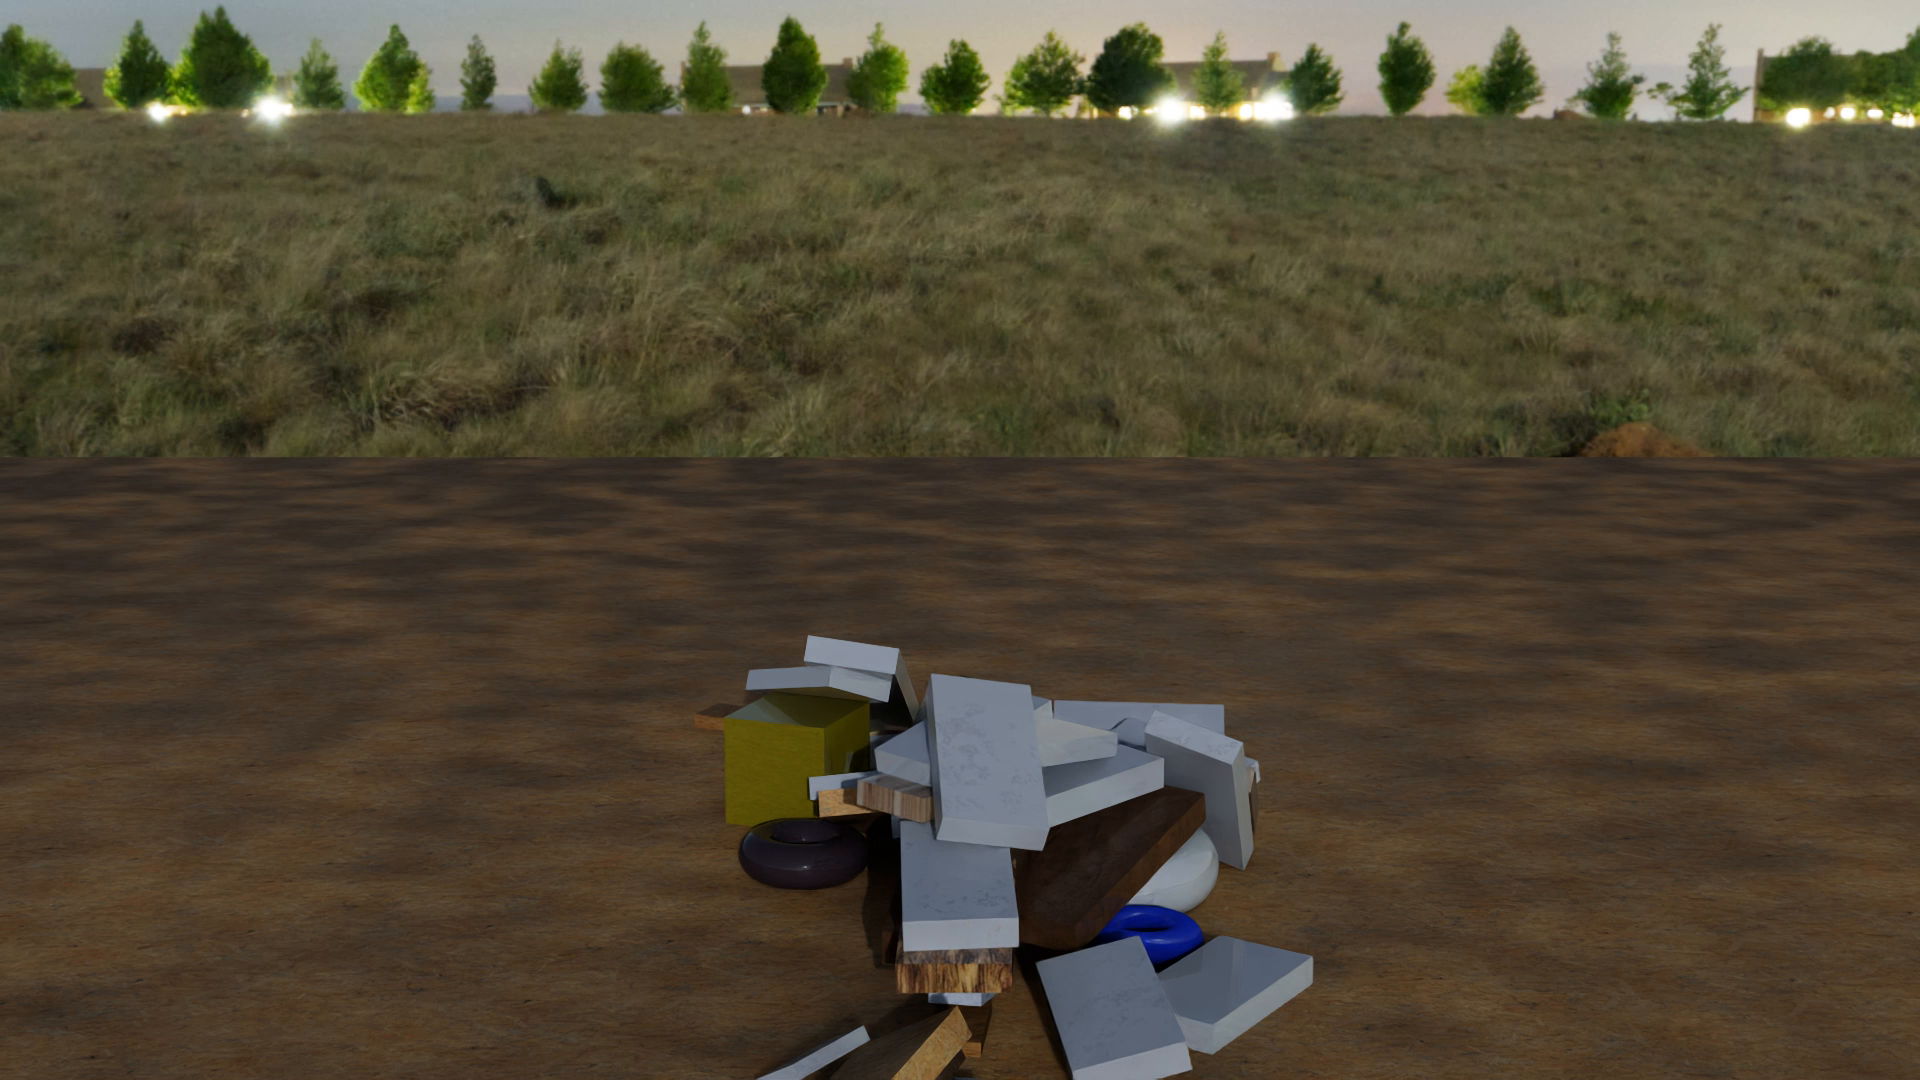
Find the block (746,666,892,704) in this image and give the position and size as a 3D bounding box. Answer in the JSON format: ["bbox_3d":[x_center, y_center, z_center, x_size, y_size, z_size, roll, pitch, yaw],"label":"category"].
[{"bbox_3d":[-0.270,0.276,4.159,0.138,0.039,0.276,19,-16,-36],"label":"block"}]

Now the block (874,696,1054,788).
[{"bbox_3d":[0.008,0.300,3.383,0.132,0.037,0.264,11,27,41],"label":"block"}]

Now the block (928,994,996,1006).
[{"bbox_3d":[0.010,0.650,3.193,0.077,0.022,0.155,1,-2,13],"label":"block"}]

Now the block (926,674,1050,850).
[{"bbox_3d":[0.037,0.324,3.247,0.155,0.044,0.311,8,36,-10],"label":"block"}]

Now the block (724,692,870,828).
[{"bbox_3d":[-0.300,0.412,4.078,0.201,0.201,0.201,4,11,21],"label":"block"}]

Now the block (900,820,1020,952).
[{"bbox_3d":[-0.004,0.480,3.094,0.155,0.044,0.310,-2,18,-2],"label":"block"}]

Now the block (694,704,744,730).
[{"bbox_3d":[-0.454,0.385,4.694,0.203,0.029,0.102,5,12,25],"label":"block"}]

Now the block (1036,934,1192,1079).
[{"bbox_3d":[0.207,0.653,3.032,0.155,0.044,0.310,-14,17,-3],"label":"block"}]

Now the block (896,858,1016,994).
[{"bbox_3d":[-0.002,0.534,3.071,0.155,0.044,0.310,-1,18,3],"label":"block"}]

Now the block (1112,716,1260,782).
[{"bbox_3d":[0.397,0.433,4.179,0.309,0.044,0.154,17,39,41],"label":"block"}]

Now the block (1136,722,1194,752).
[{"bbox_3d":[0.361,0.438,4.094,0.276,0.039,0.138,-23,30,-21],"label":"block"}]

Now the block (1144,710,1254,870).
[{"bbox_3d":[0.402,0.422,3.668,0.154,0.379,0.044,19,61,22],"label":"block"}]

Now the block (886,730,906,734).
[{"bbox_3d":[-0.122,0.428,4.463,0.102,0.029,0.203,1,11,6],"label":"block"}]

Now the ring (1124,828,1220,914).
[{"bbox_3d":[0.244,0.533,3.648,0.370,0.123,0.370,1,10,0],"label":"ring"}]

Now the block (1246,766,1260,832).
[{"bbox_3d":[0.443,0.445,3.871,0.154,0.044,0.309,10,-18,12],"label":"block"}]

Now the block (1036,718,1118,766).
[{"bbox_3d":[0.122,0.325,3.511,0.132,0.037,0.264,10,7,38],"label":"block"}]

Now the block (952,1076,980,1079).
[{"bbox_3d":[-0.015,0.717,2.823,0.061,0.017,0.121,1,4,12],"label":"block"}]

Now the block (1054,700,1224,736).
[{"bbox_3d":[0.352,0.398,4.355,0.338,0.048,0.169,1,40,5],"label":"block"}]

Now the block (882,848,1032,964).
[{"bbox_3d":[0.001,0.521,3.262,0.178,0.050,0.356,1,18,7],"label":"block"}]

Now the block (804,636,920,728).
[{"bbox_3d":[-0.185,0.288,4.352,0.169,0.048,0.693,8,-13,4],"label":"block"}]

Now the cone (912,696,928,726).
[{"bbox_3d":[-0.068,0.445,4.121,0.269,0.269,0.269,-36,27,-25],"label":"cone"}]

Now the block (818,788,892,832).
[{"bbox_3d":[-0.134,0.468,3.827,0.155,0.044,0.311,-6,-13,9],"label":"block"}]

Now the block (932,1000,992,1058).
[{"bbox_3d":[-0.001,0.685,3.096,0.077,0.022,0.155,1,11,6],"label":"block"}]

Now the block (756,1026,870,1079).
[{"bbox_3d":[-0.197,0.696,2.941,0.077,0.022,0.155,-30,-9,35],"label":"block"}]

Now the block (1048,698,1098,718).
[{"bbox_3d":[0.240,0.399,4.568,0.169,0.048,0.338,2,11,11],"label":"block"}]

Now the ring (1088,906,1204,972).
[{"bbox_3d":[0.282,0.613,3.381,0.184,0.061,0.184,0,9,0],"label":"ring"}]

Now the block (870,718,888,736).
[{"bbox_3d":[-0.254,0.407,4.484,0.203,0.029,0.102,-10,10,-8],"label":"block"}]

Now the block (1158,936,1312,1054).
[{"bbox_3d":[0.373,0.656,3.193,0.155,0.044,0.311,7,13,34],"label":"block"}]

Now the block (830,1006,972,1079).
[{"bbox_3d":[-0.138,0.710,2.712,0.155,0.044,0.487,-27,0,22],"label":"block"}]

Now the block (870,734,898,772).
[{"bbox_3d":[-0.192,0.433,4.308,0.276,0.039,0.138,-4,21,-6],"label":"block"}]

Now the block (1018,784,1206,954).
[{"bbox_3d":[0.209,0.500,3.450,0.178,0.050,0.431,9,26,31],"label":"block"}]

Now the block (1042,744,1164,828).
[{"bbox_3d":[0.140,0.393,3.514,0.356,0.050,0.178,-12,17,-42],"label":"block"}]

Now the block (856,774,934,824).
[{"bbox_3d":[-0.019,0.374,3.355,0.132,0.037,0.264,10,12,39],"label":"block"}]

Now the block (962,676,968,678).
[{"bbox_3d":[0.052,0.414,3.594,0.138,0.039,0.442,20,40,-17],"label":"block"}]

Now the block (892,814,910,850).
[{"bbox_3d":[-0.034,0.492,3.743,0.155,0.044,0.311,-3,-12,-1],"label":"block"}]

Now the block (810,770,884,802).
[{"bbox_3d":[-0.159,0.451,3.931,0.138,0.039,0.276,-7,-14,13],"label":"block"}]

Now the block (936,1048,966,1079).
[{"bbox_3d":[-0.035,0.694,2.851,0.061,0.017,0.122,-27,-2,13],"label":"block"}]

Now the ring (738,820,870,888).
[{"bbox_3d":[-0.267,0.535,3.762,0.226,0.075,0.226,1,10,0],"label":"ring"}]
